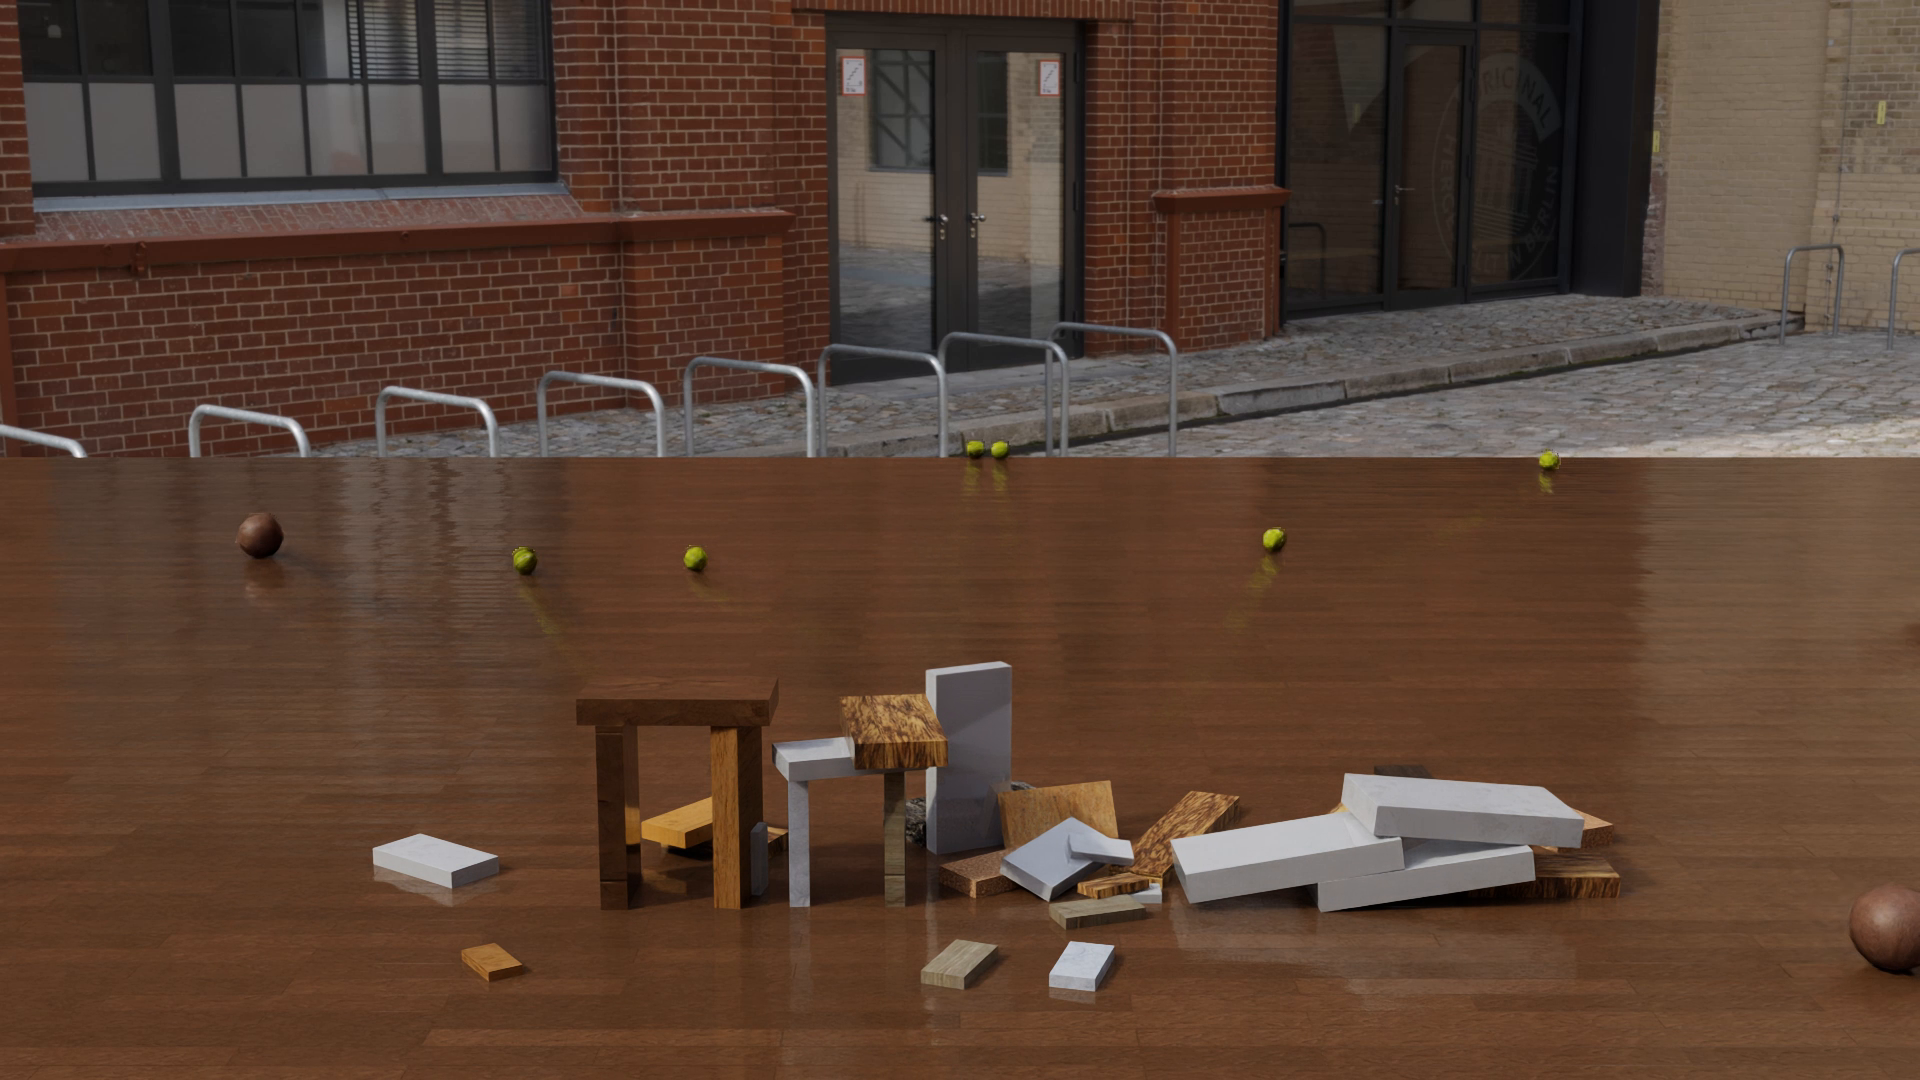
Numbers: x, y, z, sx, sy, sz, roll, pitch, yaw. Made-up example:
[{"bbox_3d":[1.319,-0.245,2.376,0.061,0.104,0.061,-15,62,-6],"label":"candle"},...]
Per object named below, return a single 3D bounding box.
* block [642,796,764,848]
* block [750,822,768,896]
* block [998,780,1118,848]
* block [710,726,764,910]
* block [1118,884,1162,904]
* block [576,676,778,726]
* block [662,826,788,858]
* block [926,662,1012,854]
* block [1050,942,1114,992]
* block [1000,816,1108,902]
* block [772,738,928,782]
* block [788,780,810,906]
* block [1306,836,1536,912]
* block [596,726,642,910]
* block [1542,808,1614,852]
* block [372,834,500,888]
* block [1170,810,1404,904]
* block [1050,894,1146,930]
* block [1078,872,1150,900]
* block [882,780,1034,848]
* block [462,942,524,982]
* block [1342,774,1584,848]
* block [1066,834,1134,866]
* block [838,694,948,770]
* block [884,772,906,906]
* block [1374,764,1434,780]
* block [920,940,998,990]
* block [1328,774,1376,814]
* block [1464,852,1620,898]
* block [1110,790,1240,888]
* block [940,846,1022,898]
[{"bbox_3d":[-0.458,0.500,3.916,0.103,0.029,0.206,7,13,35],"label":"block"},{"bbox_3d":[-0.336,0.533,3.679,0.015,0.109,0.054,2,11,9],"label":"block"},{"bbox_3d":[0.175,0.491,3.912,0.206,0.103,0.029,-4,-11,-20],"label":"block"},{"bbox_3d":[-0.368,0.436,3.646,0.044,0.310,0.155,2,11,9],"label":"block"},{"bbox_3d":[0.279,0.586,3.649,0.108,0.015,0.054,0,11,0],"label":"block"},{"bbox_3d":[-0.460,0.263,3.608,0.310,0.044,0.155,0,11,1],"label":"block"},{"bbox_3d":[-0.416,0.531,3.909,0.206,0.029,0.103,5,12,25],"label":"block"},{"bbox_3d":[0.016,0.384,3.886,0.148,0.325,0.042,-5,12,-26],"label":"block"},{"bbox_3d":[0.185,0.644,3.325,0.070,0.020,0.139,3,11,16],"label":"block"},{"bbox_3d":[0.170,0.539,3.726,0.103,0.029,0.206,27,29,29],"label":"block"},{"bbox_3d":[-0.180,0.353,3.586,0.232,0.033,0.116,-3,11,-18],"label":"block"},{"bbox_3d":[-0.268,0.477,3.644,0.033,0.232,0.116,-1,11,-5],"label":"block"},{"bbox_3d":[0.756,0.540,3.667,0.356,0.050,0.178,-8,11,-1],"label":"block"},{"bbox_3d":[-0.564,0.438,3.639,0.044,0.311,0.155,0,11,0],"label":"block"},{"bbox_3d":[1.054,0.509,4.007,0.126,0.036,0.251,-5,12,-26],"label":"block"},{"bbox_3d":[-0.904,0.552,3.792,0.206,0.029,0.103,8,13,36],"label":"block"},{"bbox_3d":[0.540,0.522,3.654,0.356,0.050,0.178,-9,11,-1],"label":"block"},{"bbox_3d":[0.222,0.601,3.556,0.139,0.020,0.070,-4,11,-20],"label":"block"},{"bbox_3d":[0.253,0.571,3.633,0.108,0.015,0.054,-6,8,-34],"label":"block"},{"bbox_3d":[0.024,0.501,4.034,0.295,0.042,0.148,-6,12,-30],"label":"block"},{"bbox_3d":[-0.712,0.642,3.346,0.054,0.015,0.109,-7,13,-33],"label":"block"},{"bbox_3d":[0.838,0.452,3.680,0.356,0.050,0.178,5,10,-8],"label":"block"},{"bbox_3d":[0.238,0.526,3.732,0.108,0.015,0.054,8,26,-9],"label":"block"},{"bbox_3d":[-0.112,0.312,3.601,0.148,0.042,0.295,-1,11,-8],"label":"block"},{"bbox_3d":[-0.107,0.477,3.643,0.033,0.232,0.116,0,11,0],"label":"block"},{"bbox_3d":[0.865,0.473,4.228,0.095,0.027,0.189,-1,11,-3],"label":"block"},{"bbox_3d":[0.000,0.642,3.333,0.070,0.020,0.139,4,11,22],"label":"block"},{"bbox_3d":[0.766,0.489,4.066,0.095,0.027,0.189,8,21,35],"label":"block"},{"bbox_3d":[0.969,0.565,3.708,0.251,0.036,0.126,0,11,1],"label":"block"},{"bbox_3d":[0.388,0.530,3.921,0.095,0.027,0.472,4,11,22],"label":"block"},{"bbox_3d":[0.078,0.561,3.744,0.206,0.029,0.103,-8,13,-36],"label":"block"}]
